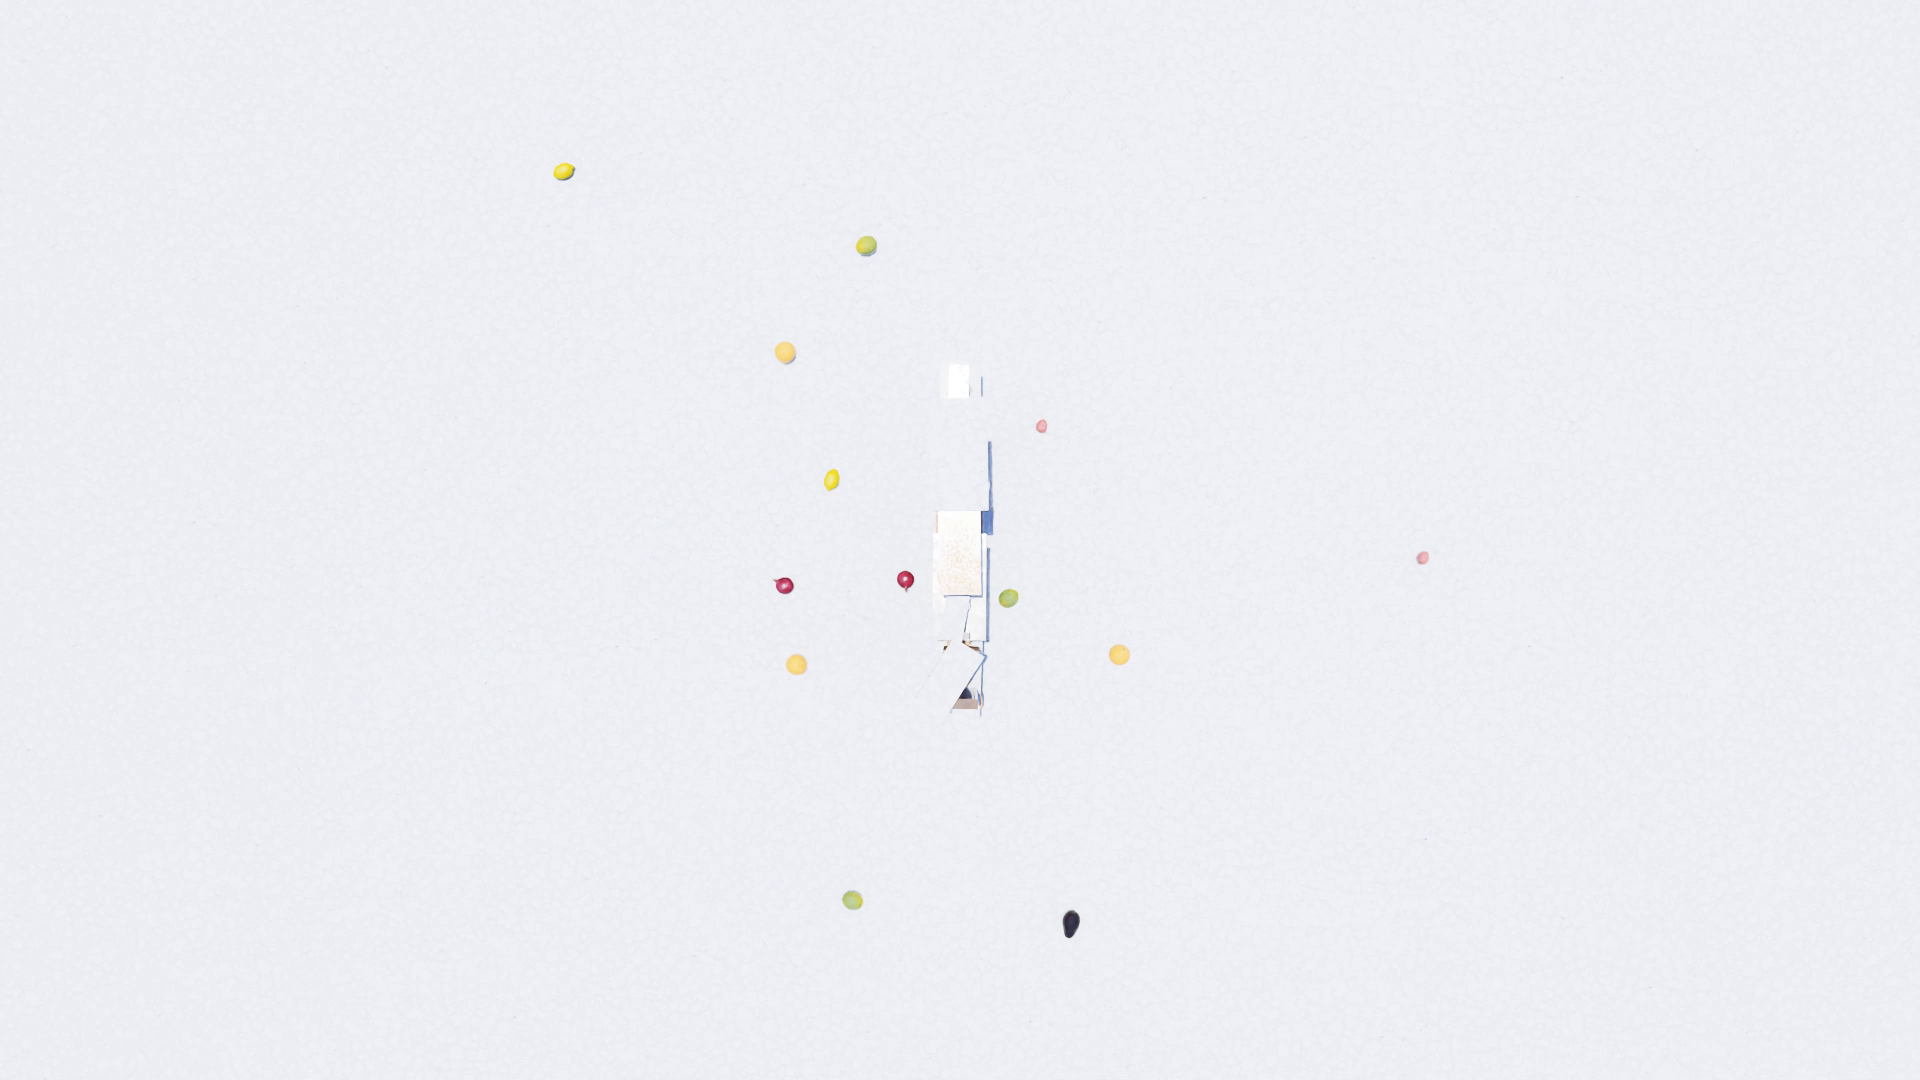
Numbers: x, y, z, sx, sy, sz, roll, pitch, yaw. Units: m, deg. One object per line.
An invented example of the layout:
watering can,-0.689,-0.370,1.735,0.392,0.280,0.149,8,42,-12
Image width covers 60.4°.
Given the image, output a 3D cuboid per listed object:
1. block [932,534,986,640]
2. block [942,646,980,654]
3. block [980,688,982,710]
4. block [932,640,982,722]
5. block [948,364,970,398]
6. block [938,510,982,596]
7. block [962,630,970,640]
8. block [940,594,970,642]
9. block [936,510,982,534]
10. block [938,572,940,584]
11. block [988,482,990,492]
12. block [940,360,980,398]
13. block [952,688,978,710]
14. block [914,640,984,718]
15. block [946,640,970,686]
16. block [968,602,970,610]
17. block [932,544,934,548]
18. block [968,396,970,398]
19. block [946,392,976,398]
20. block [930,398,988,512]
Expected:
block,-0.002,0.137,4.854,0.157,0.044,0.313,0,90,0
block,0.003,0.336,4.897,0.105,0.210,0.030,1,90,0
block,-0.003,0.516,5.353,0.147,0.293,0.042,0,90,0
block,-0.007,0.418,5.186,0.147,0.042,0.293,2,90,0
block,-0.003,-0.453,4.826,0.059,0.017,0.118,1,90,0
block,-0.001,0.036,4.583,0.116,0.033,0.232,-1,89,0
block,-0.007,0.272,4.766,0.066,0.131,0.019,3,90,0
block,-0.016,0.220,4.691,0.066,0.019,0.131,10,90,0
block,-0.003,-0.156,5.187,0.146,0.041,0.292,0,90,0
block,-0.002,0.109,4.715,0.116,0.232,0.033,-7,86,0
block,0.003,-0.141,4.751,0.156,0.312,0.044,7,87,0
block,0.002,-0.436,5.224,0.129,0.036,0.257,0,90,0
block,0.000,0.477,4.978,0.105,0.373,0.030,1,90,0
block,-0.030,0.398,4.777,0.105,0.030,0.210,32,90,0
block,-0.006,0.370,5.012,0.072,0.020,0.143,1,90,0
block,-0.005,0.187,4.766,0.066,0.131,0.019,0,90,0
block,-0.002,0.030,5.033,0.157,0.313,0.044,-2,90,0
block,-0.003,-0.413,4.893,0.059,0.118,0.017,0,90,0
block,0.002,-0.349,4.966,0.094,0.027,0.187,0,90,0
block,-0.002,-0.237,4.573,0.156,0.044,0.312,-1,89,0
